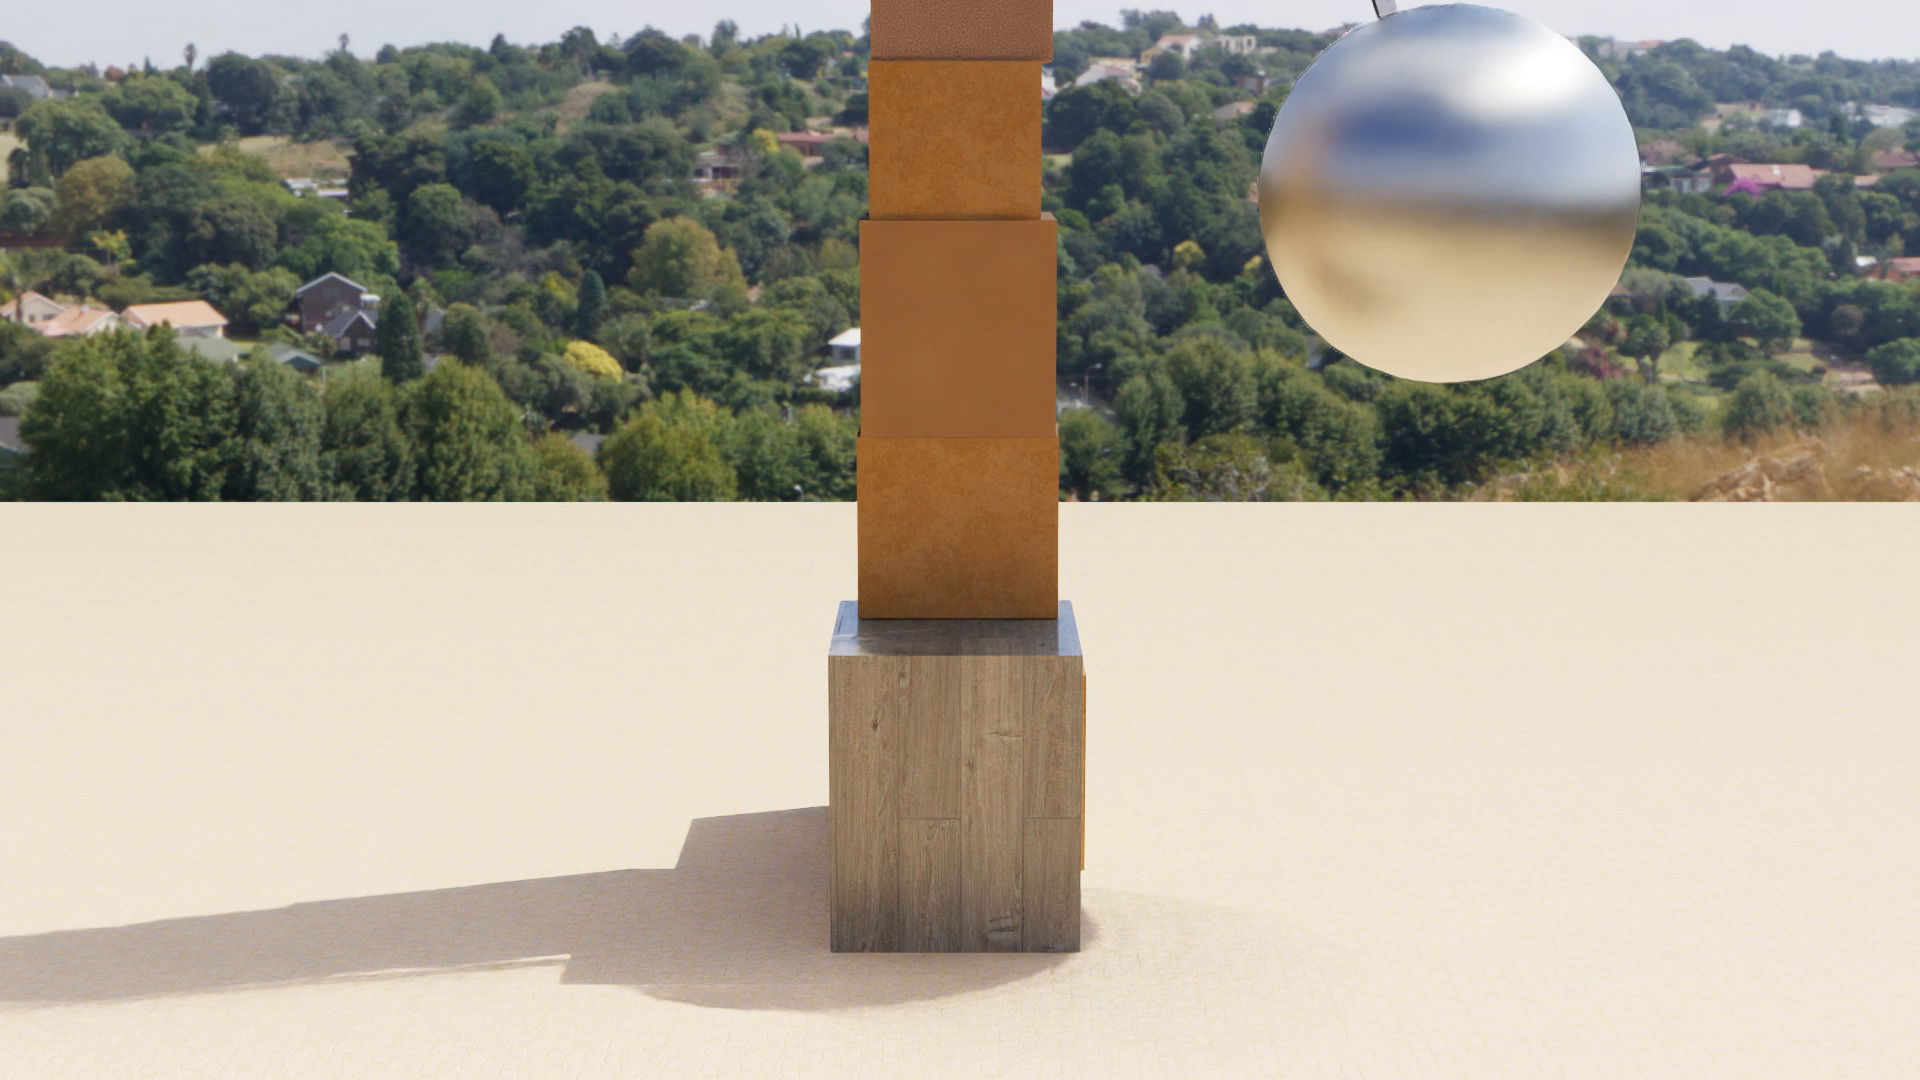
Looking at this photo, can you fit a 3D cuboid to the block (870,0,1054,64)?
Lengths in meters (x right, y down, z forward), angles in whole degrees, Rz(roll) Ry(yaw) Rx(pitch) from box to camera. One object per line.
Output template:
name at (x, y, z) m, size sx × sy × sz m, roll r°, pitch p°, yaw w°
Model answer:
block at (0.008, -2.425, 10.775) m, size 0.745 × 0.825 × 0.709 m, roll 0°, pitch 10°, yaw 0°

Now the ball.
ball at (2.074, -1.469, 10.913) m, size 1.600 × 1.600 × 1.600 m, roll 0°, pitch 10°, yaw 0°

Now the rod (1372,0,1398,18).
rod at (0.899, -4.607, 10.343) m, size 0.080 × 5.200 × 0.080 m, roll -20°, pitch 10°, yaw 4°

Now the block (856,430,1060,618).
block at (-0.009, -0.116, 11.164) m, size 0.845 × 0.770 × 0.810 m, roll 0°, pitch 10°, yaw 0°

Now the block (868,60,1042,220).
block at (-0.020, -1.701, 10.897) m, size 0.708 × 0.644 × 0.750 m, roll 0°, pitch 10°, yaw 0°

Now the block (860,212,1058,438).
block at (-0.007, -0.939, 11.026) m, size 0.812 × 0.899 × 0.805 m, roll 0°, pitch 10°, yaw 0°

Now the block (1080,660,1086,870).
block at (0.019, 0.940, 11.905) m, size 1.075 × 0.892 × 1.080 m, roll 0°, pitch 10°, yaw 0°

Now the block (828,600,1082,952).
block at (-0.019, 0.967, 10.802) m, size 1.009 × 1.233 × 1.080 m, roll 0°, pitch 10°, yaw 0°
